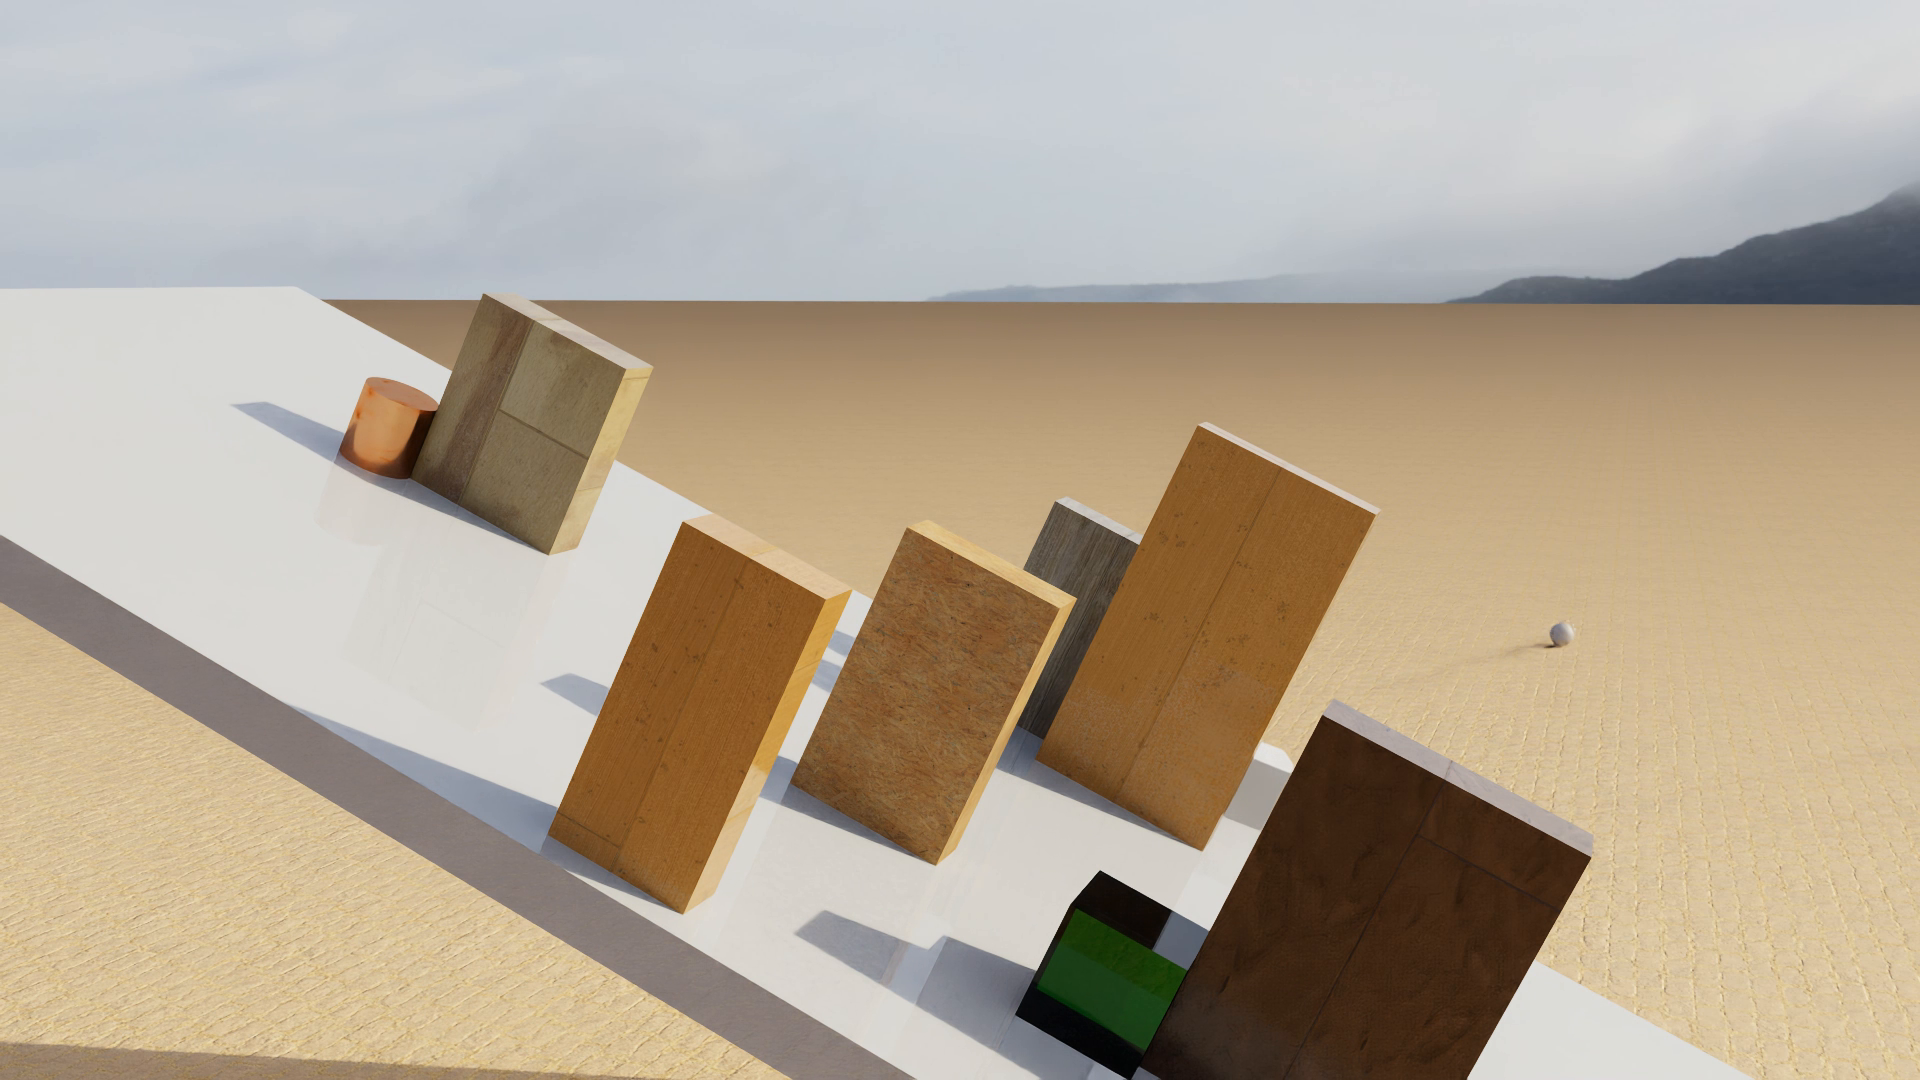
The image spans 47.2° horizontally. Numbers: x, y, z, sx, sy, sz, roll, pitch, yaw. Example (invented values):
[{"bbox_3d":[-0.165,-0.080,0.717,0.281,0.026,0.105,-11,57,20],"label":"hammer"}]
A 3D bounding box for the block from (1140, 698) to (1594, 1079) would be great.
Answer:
[{"bbox_3d":[0.620,0.635,3.385,0.437,0.638,0.135,28,14,12],"label":"block"}]

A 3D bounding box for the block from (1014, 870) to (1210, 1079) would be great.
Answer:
[{"bbox_3d":[0.244,0.683,3.473,0.204,0.204,0.204,28,14,12],"label":"block"}]

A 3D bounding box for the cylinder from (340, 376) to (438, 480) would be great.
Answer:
[{"bbox_3d":[-1.175,-0.231,4.528,0.157,0.157,0.157,24,14,-6],"label":"cylinder"}]

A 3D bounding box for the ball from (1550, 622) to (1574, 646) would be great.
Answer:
[{"bbox_3d":[3.010,0.471,10.998,0.117,0.117,0.117,0,7,0],"label":"ball"}]

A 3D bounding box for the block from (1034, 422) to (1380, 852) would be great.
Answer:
[{"bbox_3d":[0.503,0.199,4.516,0.397,0.784,0.096,28,14,12],"label":"block"}]

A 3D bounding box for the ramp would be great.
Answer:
[{"bbox_3d":[-0.258,0.438,4.167,4.000,0.100,2.000,28,14,12],"label":"ramp"}]

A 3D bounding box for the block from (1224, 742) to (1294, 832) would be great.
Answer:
[{"bbox_3d":[0.636,0.532,4.855,0.148,0.148,0.148,22,14,-12],"label":"block"}]

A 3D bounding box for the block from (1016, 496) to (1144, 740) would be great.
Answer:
[{"bbox_3d":[0.295,0.215,4.742,0.407,0.479,0.103,28,14,12],"label":"block"}]

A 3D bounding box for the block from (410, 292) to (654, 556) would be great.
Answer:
[{"bbox_3d":[-0.881,-0.241,4.516,0.348,0.421,0.127,28,14,12],"label":"block"}]

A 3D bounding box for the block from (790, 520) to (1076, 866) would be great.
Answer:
[{"bbox_3d":[-0.049,0.266,3.865,0.301,0.515,0.118,28,14,12],"label":"block"}]

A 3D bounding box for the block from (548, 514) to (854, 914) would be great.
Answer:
[{"bbox_3d":[-0.388,0.257,3.266,0.244,0.532,0.115,28,14,12],"label":"block"}]
